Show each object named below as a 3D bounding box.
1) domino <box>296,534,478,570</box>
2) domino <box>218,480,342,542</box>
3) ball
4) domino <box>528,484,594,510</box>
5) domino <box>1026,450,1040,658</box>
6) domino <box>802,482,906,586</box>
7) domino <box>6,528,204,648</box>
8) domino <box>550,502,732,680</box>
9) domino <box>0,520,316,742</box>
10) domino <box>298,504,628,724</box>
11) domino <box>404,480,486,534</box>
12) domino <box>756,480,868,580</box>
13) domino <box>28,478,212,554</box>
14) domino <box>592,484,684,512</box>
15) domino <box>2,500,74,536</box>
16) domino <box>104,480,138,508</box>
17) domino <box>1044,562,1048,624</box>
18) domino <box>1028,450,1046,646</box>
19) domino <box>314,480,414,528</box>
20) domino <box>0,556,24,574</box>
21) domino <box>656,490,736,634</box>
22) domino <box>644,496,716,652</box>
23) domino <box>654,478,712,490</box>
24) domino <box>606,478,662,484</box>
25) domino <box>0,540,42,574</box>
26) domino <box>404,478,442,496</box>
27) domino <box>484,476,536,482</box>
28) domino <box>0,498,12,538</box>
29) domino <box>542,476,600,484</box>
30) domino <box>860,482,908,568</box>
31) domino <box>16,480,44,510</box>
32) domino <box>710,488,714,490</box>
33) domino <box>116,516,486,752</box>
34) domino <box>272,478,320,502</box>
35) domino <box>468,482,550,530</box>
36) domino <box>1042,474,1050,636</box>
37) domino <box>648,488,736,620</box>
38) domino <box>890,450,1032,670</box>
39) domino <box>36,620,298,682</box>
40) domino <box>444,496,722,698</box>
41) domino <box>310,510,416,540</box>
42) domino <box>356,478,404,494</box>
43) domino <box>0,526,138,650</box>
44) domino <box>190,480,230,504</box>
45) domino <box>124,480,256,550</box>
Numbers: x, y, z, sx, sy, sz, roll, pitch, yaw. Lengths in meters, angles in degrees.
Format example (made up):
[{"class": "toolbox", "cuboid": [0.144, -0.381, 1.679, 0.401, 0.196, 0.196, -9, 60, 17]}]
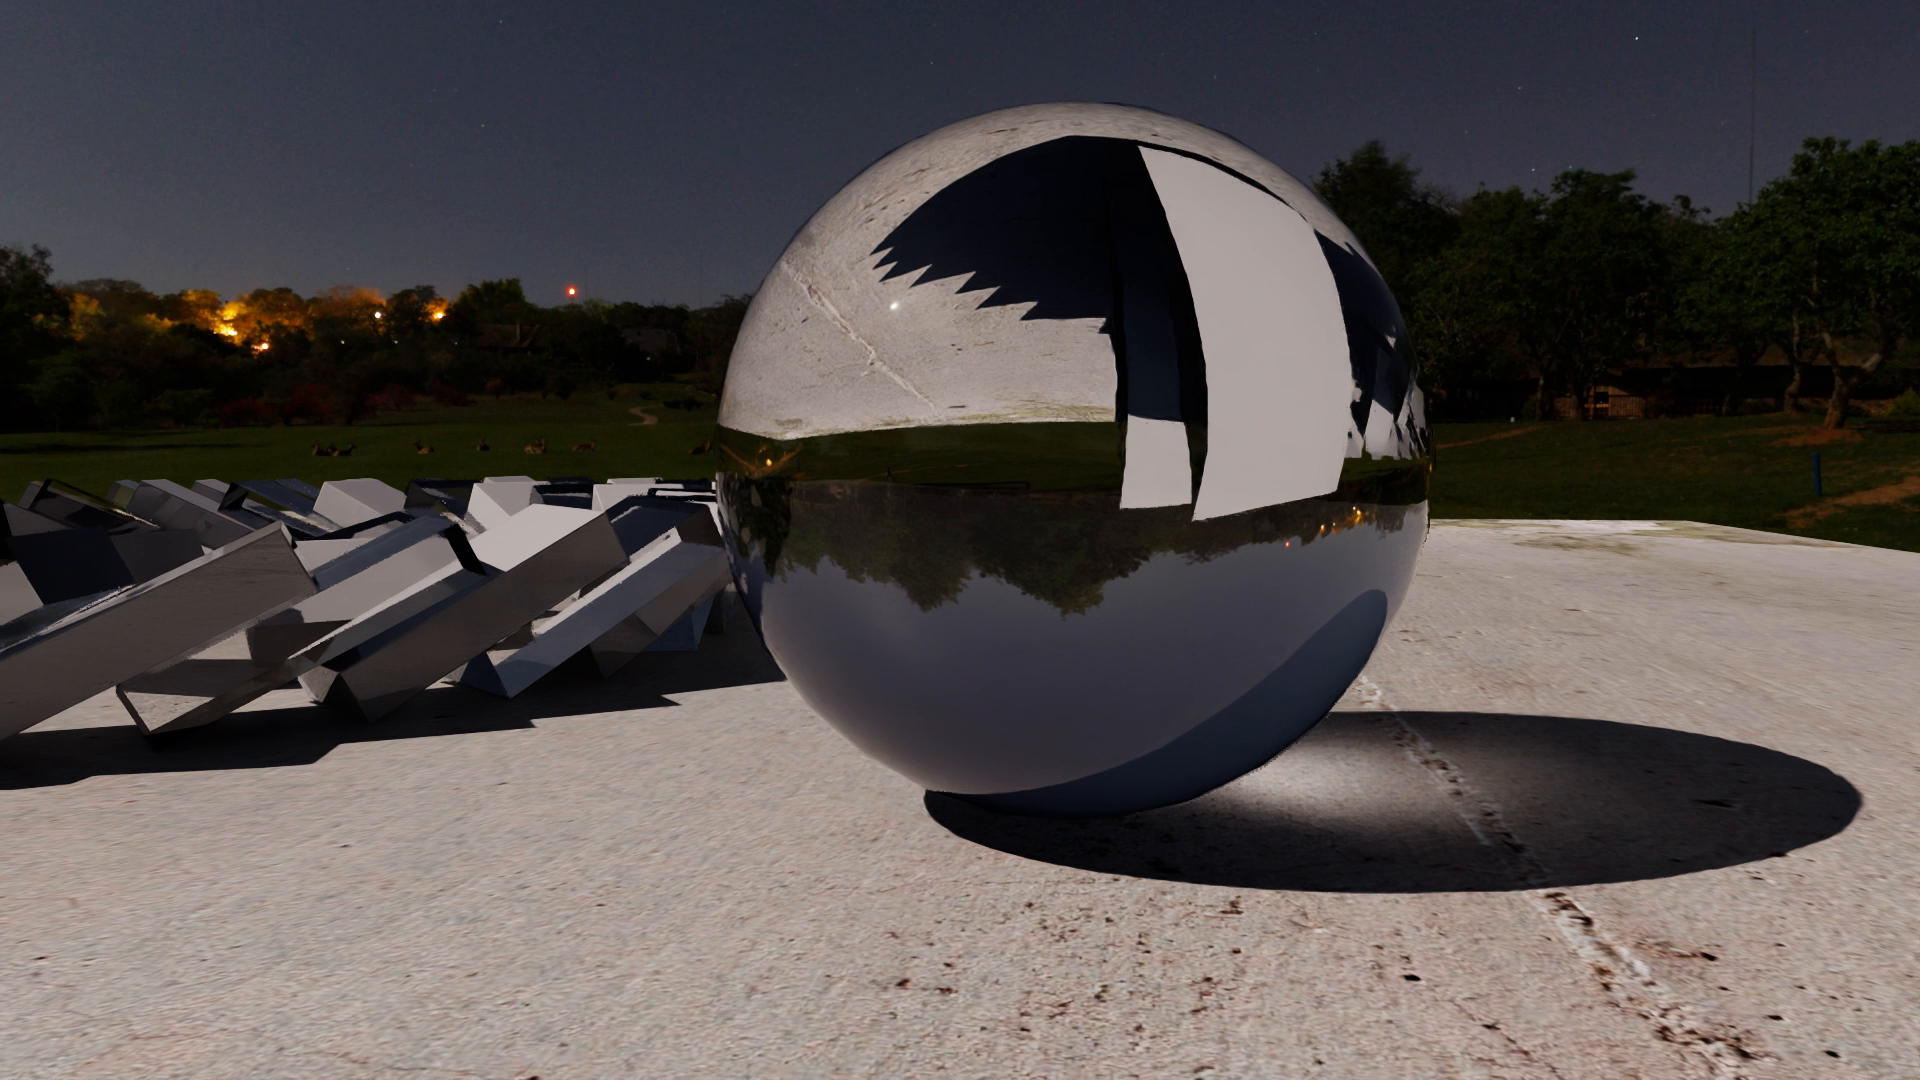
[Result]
[{"class": "domino", "cuboid": [-0.127, 0.011, 0.276, 0.050, 0.009, 0.025, -3, 39, -36]}, {"class": "domino", "cuboid": [-0.191, -0.002, 0.386, 0.050, 0.009, 0.025, 27, 1, -8]}, {"class": "ball", "cuboid": [0.012, -0.009, 0.148, 0.080, 0.080, 0.080, 0, 4, 0]}, {"class": "domino", "cuboid": [-0.102, 0.000, 0.367, 0.025, 0.009, 0.050, -4, 32, -41]}, {"class": "domino", "cuboid": [0.004, 0.002, 0.270, 0.025, 0.009, 0.050, 0, 47, 4]}, {"class": "domino", "cuboid": [-0.027, -0.003, 0.407, 0.025, 0.009, 0.050, -3, 30, -36]}, {"class": "domino", "cuboid": [-0.174, 0.011, 0.243, 0.050, 0.010, 0.025, -20, 2, 7]}, {"class": "domino", "cuboid": [-0.062, 0.008, 0.254, 0.025, 0.009, 0.050, 3, 31, 36]}, {"class": "domino", "cuboid": [-0.120, 0.013, 0.184, 0.050, 0.009, 0.025, -31, 17, -22]}, {"class": "domino", "cuboid": [-0.084, 0.011, 0.217, 0.025, 0.009, 0.050, 6, 34, 43]}, {"class": "domino", "cuboid": [-0.142, -0.002, 0.390, 0.050, 0.009, 0.025, 32, 18, 24]}, {"class": "domino", "cuboid": [-0.044, -0.004, 0.423, 0.025, 0.009, 0.050, -4, 31, -43]}, {"class": "domino", "cuboid": [-0.233, -0.001, 0.364, 0.050, 0.010, 0.025, 31, -13, -28]}, {"class": "domino", "cuboid": [-0.083, 0.001, 0.350, 0.025, 0.010, 0.050, -2, 31, -26]}, {"class": "domino", "cuboid": [-0.242, 0.001, 0.339, 0.025, 0.009, 0.050, 2, -22, 29]}, {"class": "domino", "cuboid": [-0.264, -0.006, 0.441, 0.050, 0.009, 0.025, 26, -6, -22]}, {"class": "domino", "cuboid": [0.008, 0.003, 0.322, 0.025, 0.009, 0.050, 0, 30, 0]}, {"class": "domino", "cuboid": [0.006, 0.001, 0.284, 0.025, 0.010, 0.050, 0, 47, 4]}, {"class": "domino", "cuboid": [-0.167, -0.002, 0.392, 0.050, 0.009, 0.025, 28, 9, 8]}, {"class": "domino", "cuboid": [-0.310, -0.001, 0.387, 0.025, 0.009, 0.050, 3, -20, 37]}, {"class": "domino", "cuboid": [-0.065, 0.004, 0.307, 0.025, 0.009, 0.050, 2, 29, -1]}, {"class": "domino", "cuboid": [-0.066, 0.006, 0.283, 0.025, 0.009, 0.050, 0, 30, 1]}, {"class": "domino", "cuboid": [-0.083, -0.006, 0.450, 0.050, 0.010, 0.025, 32, 21, 29]}, {"class": "domino", "cuboid": [-0.103, -0.007, 0.462, 0.050, 0.010, 0.025, 31, 20, 28]}, {"class": "domino", "cuboid": [-0.252, 0.003, 0.317, 0.025, 0.009, 0.050, -1, -24, 22]}, {"class": "domino", "cuboid": [-0.175, -0.008, 0.470, 0.050, 0.009, 0.025, 25, 4, -2]}, {"class": "domino", "cuboid": [-0.149, -0.008, 0.473, 0.050, 0.009, 0.025, 28, 11, 13]}, {"class": "domino", "cuboid": [-0.201, 0.008, 0.240, 0.050, 0.009, 0.025, -31, -13, 32]}, {"class": "domino", "cuboid": [-0.127, -0.008, 0.468, 0.050, 0.009, 0.025, 29, 14, 17]}, {"class": "domino", "cuboid": [-0.010, -0.002, 0.388, 0.025, 0.010, 0.050, -2, 31, -24]}, {"class": "domino", "cuboid": [-0.283, -0.005, 0.427, 0.050, 0.009, 0.025, 27, -11, -29]}, {"class": "domino", "cuboid": [-0.062, -0.005, 0.438, 0.025, 0.010, 0.050, -4, 31, -46]}, {"class": "domino", "cuboid": [-0.101, 0.013, 0.198, 0.050, 0.010, 0.025, -32, 21, -28]}, {"class": "domino", "cuboid": [-0.220, -0.007, 0.461, 0.050, 0.010, 0.025, 25, 0, -11]}, {"class": "domino", "cuboid": [-0.121, -0.001, 0.380, 0.050, 0.009, 0.025, 35, 24, 32]}, {"class": "domino", "cuboid": [0.008, 0.002, 0.301, 0.025, 0.009, 0.050, 0, 37, 4]}, {"class": "domino", "cuboid": [-0.070, 0.003, 0.329, 0.025, 0.010, 0.050, 1, 29, -7]}, {"class": "domino", "cuboid": [0.001, 0.003, 0.257, 0.025, 0.009, 0.050, 0, 47, 4]}, {"class": "domino", "cuboid": [-0.143, 0.020, 0.239, 0.050, 0.009, 0.025, 1, 4, 15]}, {"class": "domino", "cuboid": [-0.070, 0.009, 0.235, 0.025, 0.009, 0.050, 7, 34, 41]}, {"class": "domino", "cuboid": [-0.139, 0.007, 0.308, 0.025, 0.010, 0.050, 26, 13, 1]}, {"class": "domino", "cuboid": [-0.198, -0.007, 0.467, 0.050, 0.009, 0.025, 25, 2, -5]}, {"class": "domino", "cuboid": [-0.141, 0.014, 0.169, 0.050, 0.010, 0.025, -27, 8, -6]}, {"class": "domino", "cuboid": [-0.243, -0.006, 0.452, 0.050, 0.009, 0.025, 25, -3, -17]}, {"class": "domino", "cuboid": [-0.213, -0.002, 0.377, 0.050, 0.010, 0.025, 28, -5, -17]}]
